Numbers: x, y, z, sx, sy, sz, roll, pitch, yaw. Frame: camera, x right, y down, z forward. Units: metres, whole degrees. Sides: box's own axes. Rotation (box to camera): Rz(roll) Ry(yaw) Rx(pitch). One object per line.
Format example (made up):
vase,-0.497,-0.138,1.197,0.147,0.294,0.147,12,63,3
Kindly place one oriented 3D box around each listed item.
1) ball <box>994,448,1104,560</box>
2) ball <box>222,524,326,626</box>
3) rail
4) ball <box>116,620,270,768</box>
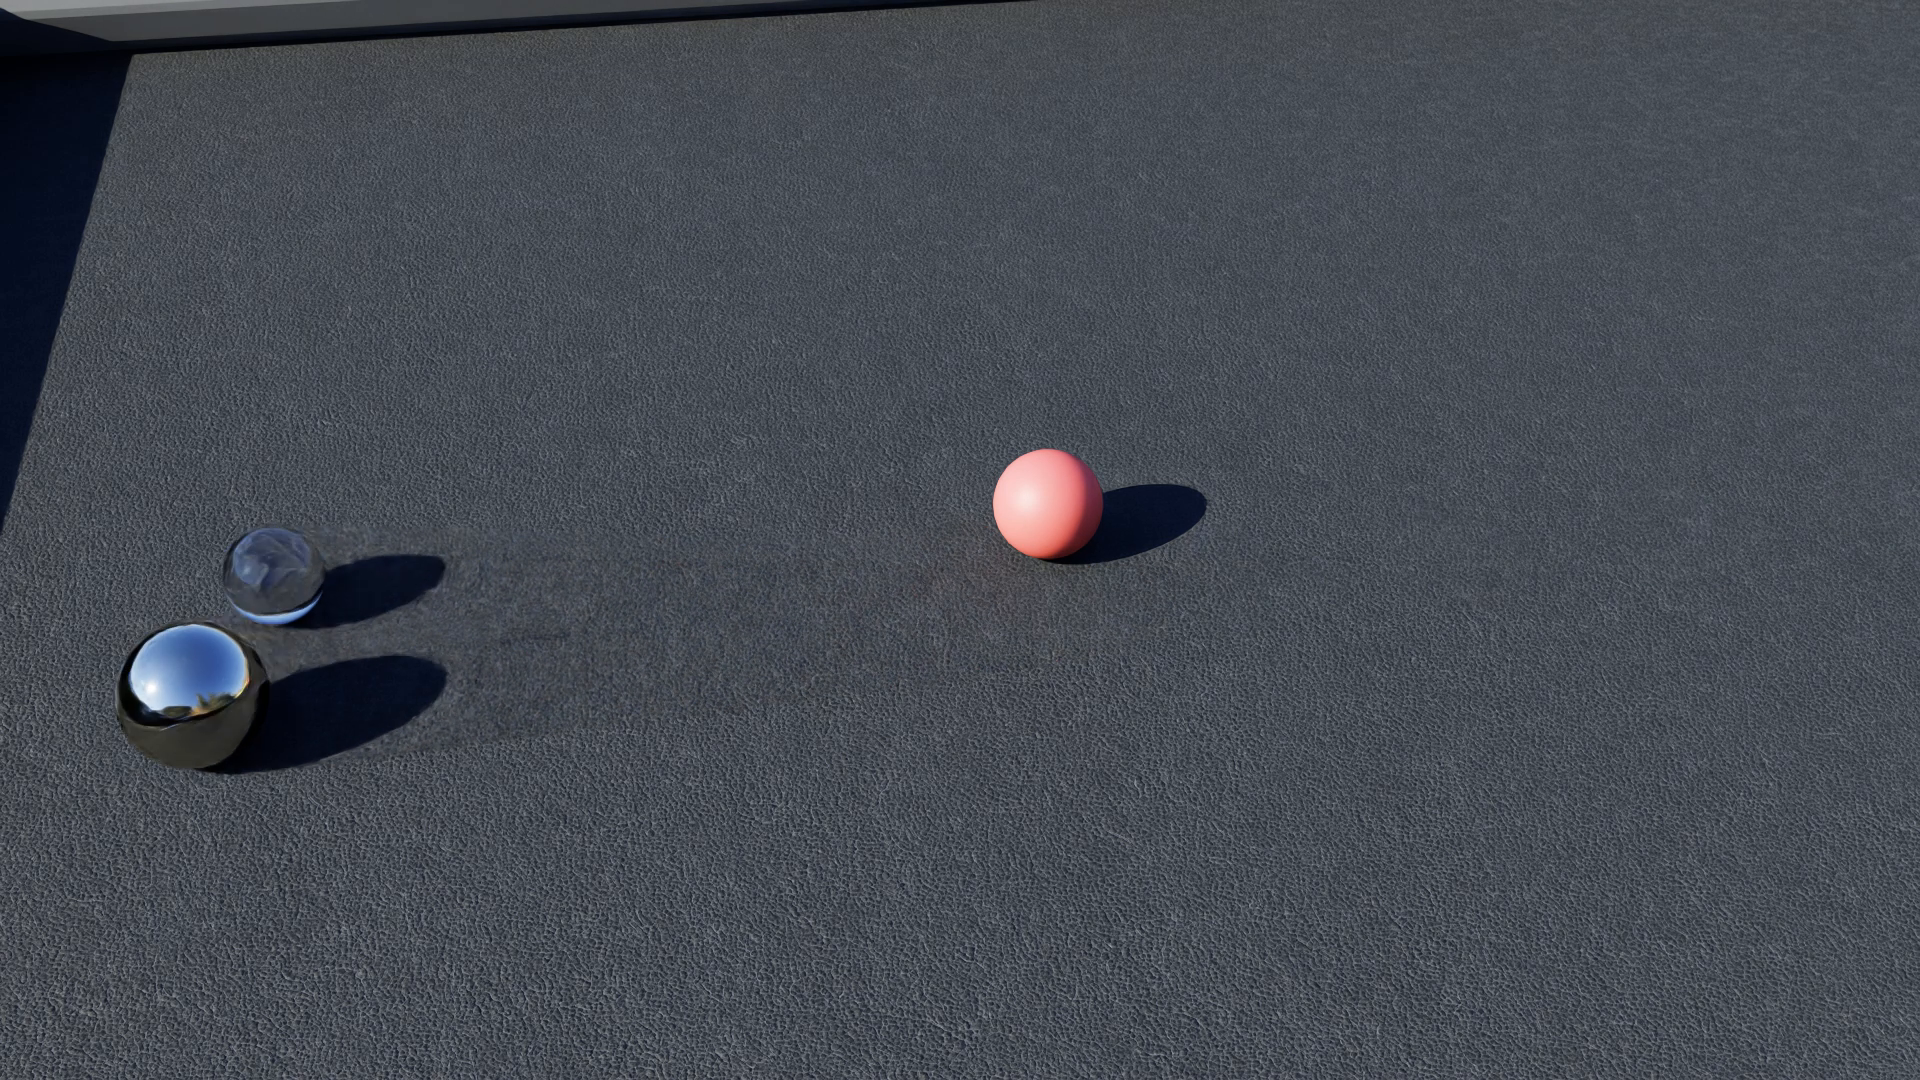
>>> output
ball,0.057,-0.023,1.646,0.071,0.071,0.071,0,36,0
ball,-0.426,0.022,1.591,0.063,0.063,0.063,0,36,0
rail,0.651,-0.584,2.383,3.126,0.111,0.045,-5,36,-7
ball,-0.442,0.089,1.479,0.085,0.085,0.085,0,36,0
